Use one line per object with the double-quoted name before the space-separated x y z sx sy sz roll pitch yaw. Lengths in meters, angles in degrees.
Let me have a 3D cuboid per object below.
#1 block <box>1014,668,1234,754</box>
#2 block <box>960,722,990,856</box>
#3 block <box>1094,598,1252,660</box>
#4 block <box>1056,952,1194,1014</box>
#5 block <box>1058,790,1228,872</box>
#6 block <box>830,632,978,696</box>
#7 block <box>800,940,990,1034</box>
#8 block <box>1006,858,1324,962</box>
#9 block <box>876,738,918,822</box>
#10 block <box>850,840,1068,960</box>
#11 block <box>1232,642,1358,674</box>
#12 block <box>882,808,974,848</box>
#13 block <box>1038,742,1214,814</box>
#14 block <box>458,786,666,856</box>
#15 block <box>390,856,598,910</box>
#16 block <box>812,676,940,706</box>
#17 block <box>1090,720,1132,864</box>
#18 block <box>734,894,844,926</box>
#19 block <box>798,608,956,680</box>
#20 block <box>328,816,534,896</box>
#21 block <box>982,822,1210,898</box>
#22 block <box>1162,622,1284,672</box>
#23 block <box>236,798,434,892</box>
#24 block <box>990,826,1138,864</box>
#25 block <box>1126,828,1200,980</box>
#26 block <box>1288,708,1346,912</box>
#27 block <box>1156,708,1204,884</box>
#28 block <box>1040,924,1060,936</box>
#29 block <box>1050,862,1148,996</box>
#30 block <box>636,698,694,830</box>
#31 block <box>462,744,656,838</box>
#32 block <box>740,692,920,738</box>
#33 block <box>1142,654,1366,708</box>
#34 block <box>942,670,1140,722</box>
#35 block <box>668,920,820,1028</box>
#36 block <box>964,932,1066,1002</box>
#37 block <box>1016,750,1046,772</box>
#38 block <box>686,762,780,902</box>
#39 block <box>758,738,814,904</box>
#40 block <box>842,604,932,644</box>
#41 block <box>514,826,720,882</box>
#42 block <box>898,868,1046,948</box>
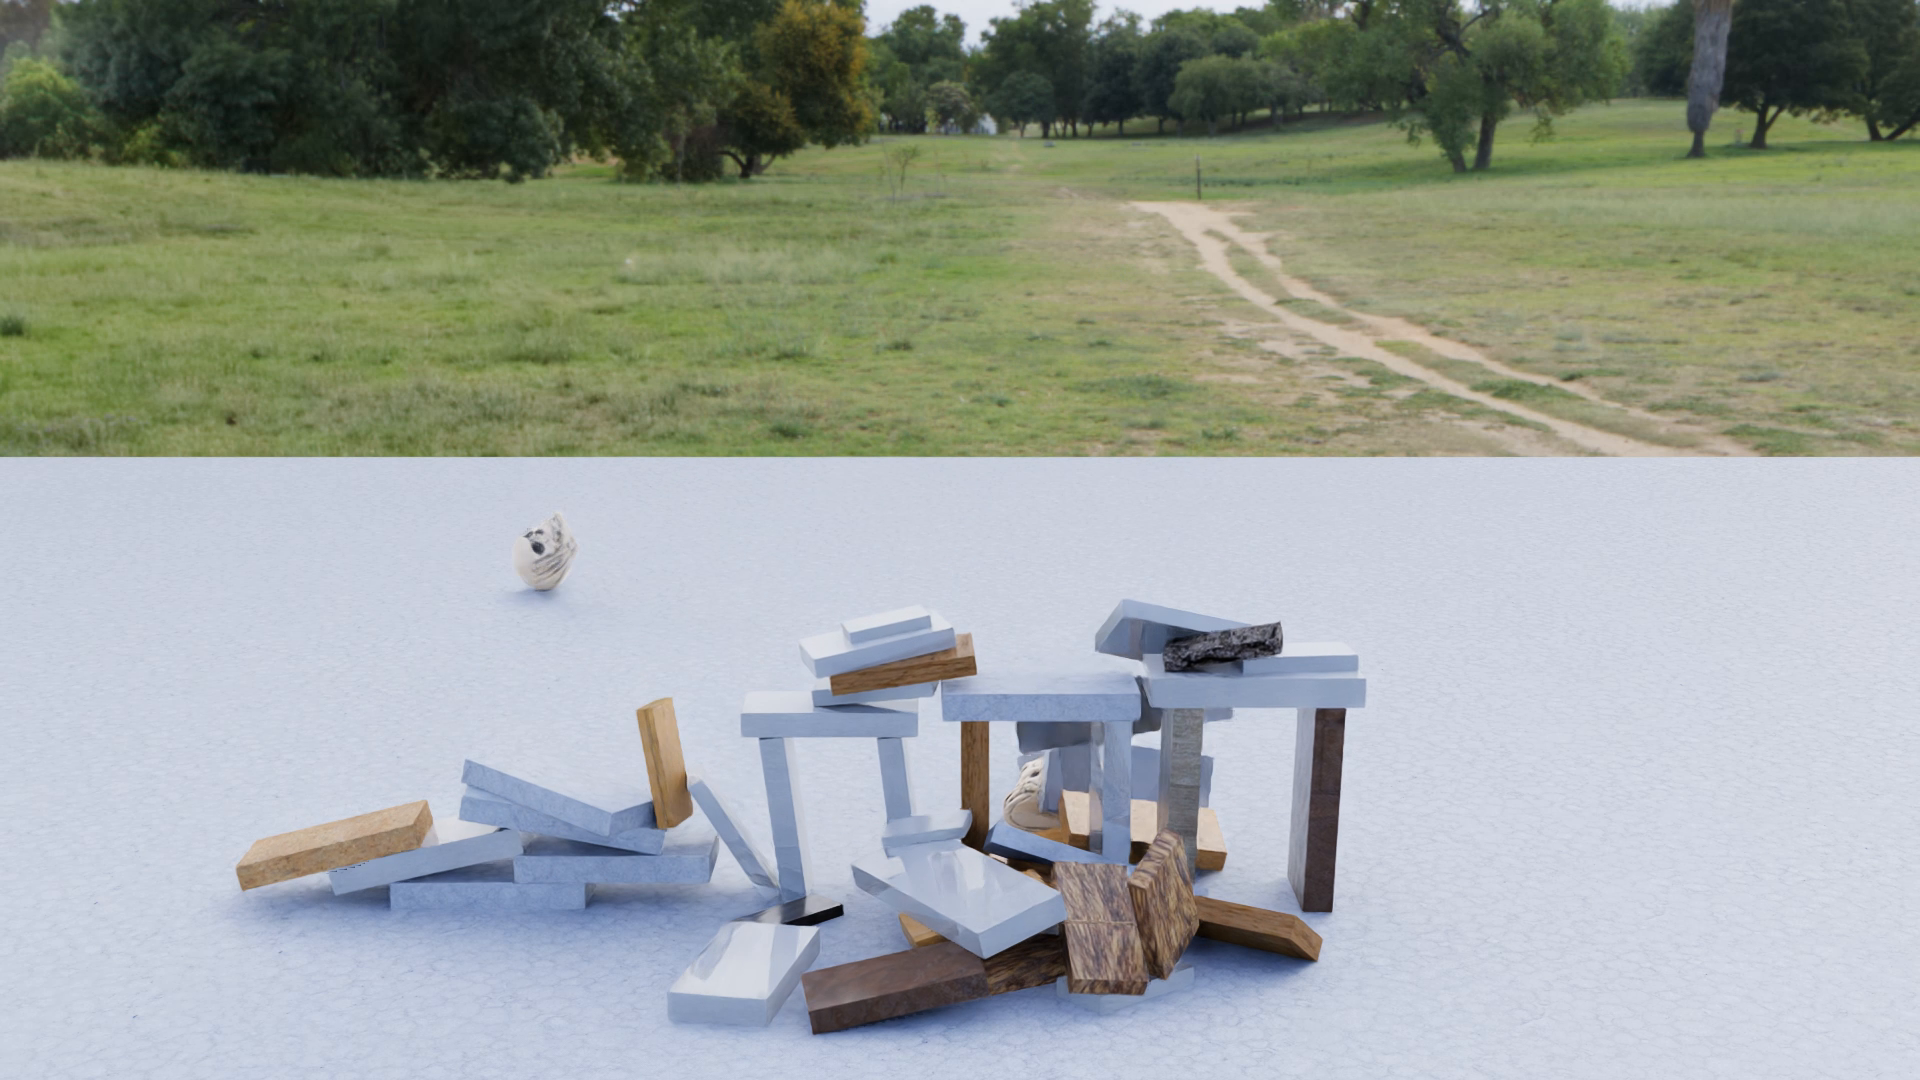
"block" 0.280 0.282 3.782 0.375 0.108 0.031 -9 21 -3
"block" 0.025 0.433 3.639 0.045 0.319 0.159 0 11 0
"block" 0.357 0.164 3.666 0.236 0.033 0.118 12 -37 -16
"block" 0.245 0.653 3.257 0.189 0.027 0.095 -8 13 -38
"block" 0.315 0.504 3.815 0.275 0.039 0.138 8 25 -7
"block" -0.093 0.202 3.588 0.236 0.033 0.118 -8 16 0
"block" -0.095 0.640 3.167 0.256 0.036 0.128 -11 15 -7
"block" 0.313 0.578 3.455 0.501 0.036 0.128 7 -21 32
"block" -0.097 0.447 3.650 0.040 0.285 0.143 -7 10 2
"block" -0.008 0.532 3.351 0.147 0.042 0.401 -21 18 -26
"block" 0.544 0.192 3.588 0.189 0.027 0.094 -1 11 -6
"block" -0.052 0.462 3.520 0.136 0.019 0.068 -10 16 15
"block" 0.299 0.438 3.951 0.301 0.138 0.039 9 -8 -9
"block" -0.650 0.449 3.637 0.330 0.042 0.147 11 10 -6
"block" -0.772 0.567 3.669 0.318 0.045 0.159 0 11 0
"block" -0.136 0.234 3.609 0.199 0.028 0.099 -6 16 10
"block" 0.248 0.433 3.639 0.045 0.319 0.159 -1 11 -4
"block" -0.276 0.606 3.529 0.178 0.019 0.068 -10 15 -44
"block" -0.137 0.169 3.602 0.236 0.033 0.118 -13 17 -14
"block" -0.872 0.509 3.659 0.318 0.045 0.159 -13 10 1
"block" 0.215 0.527 3.513 0.354 0.031 0.111 18 -16 -2
"block" 0.427 0.173 3.568 0.189 0.027 0.095 -10 12 13
"block" -1.034 0.504 3.646 0.293 0.042 0.147 -13 10 -2
"block" 0.170 0.543 3.813 0.275 0.039 0.138 -7 13 -33
"block" 0.297 0.529 3.194 0.031 0.216 0.108 16 50 30
"block" 0.588 0.421 3.634 0.049 0.343 0.171 2 11 0
"block" 0.361 0.421 3.635 0.049 0.343 0.171 2 11 -1
"block" 0.133 0.574 3.411 0.256 0.036 0.128 -1 4 37
"block" 0.204 0.571 3.245 0.111 0.031 0.222 4 39 -10
"block" -0.484 0.366 3.614 0.028 0.199 0.099 -9 4 12
"block" -0.654 0.410 3.612 0.293 0.042 0.147 16 11 23
"block" -0.211 0.286 3.618 0.285 0.040 0.143 0 11 0
"block" 0.476 0.229 3.593 0.343 0.049 0.171 0 11 0
"block" 0.129 0.254 3.607 0.319 0.045 0.159 0 11 -1
"block" -0.317 0.642 3.273 0.147 0.042 0.294 2 11 11
"block" 0.095 0.630 3.340 0.294 0.042 0.147 -6 12 -28
"block" 0.215 0.401 4.312 0.108 0.031 0.216 -8 -17 -37
"block" -0.377 0.484 3.647 0.028 0.237 0.099 -32 13 -1
"block" -0.287 0.447 3.647 0.040 0.285 0.143 -7 10 1
"block" -0.121 0.138 3.607 0.136 0.019 0.068 -12 17 -13
"block" -0.568 0.523 3.662 0.318 0.045 0.159 0 11 0
"block" 0.027 0.567 3.339 0.222 0.031 0.111 -17 16 -11
